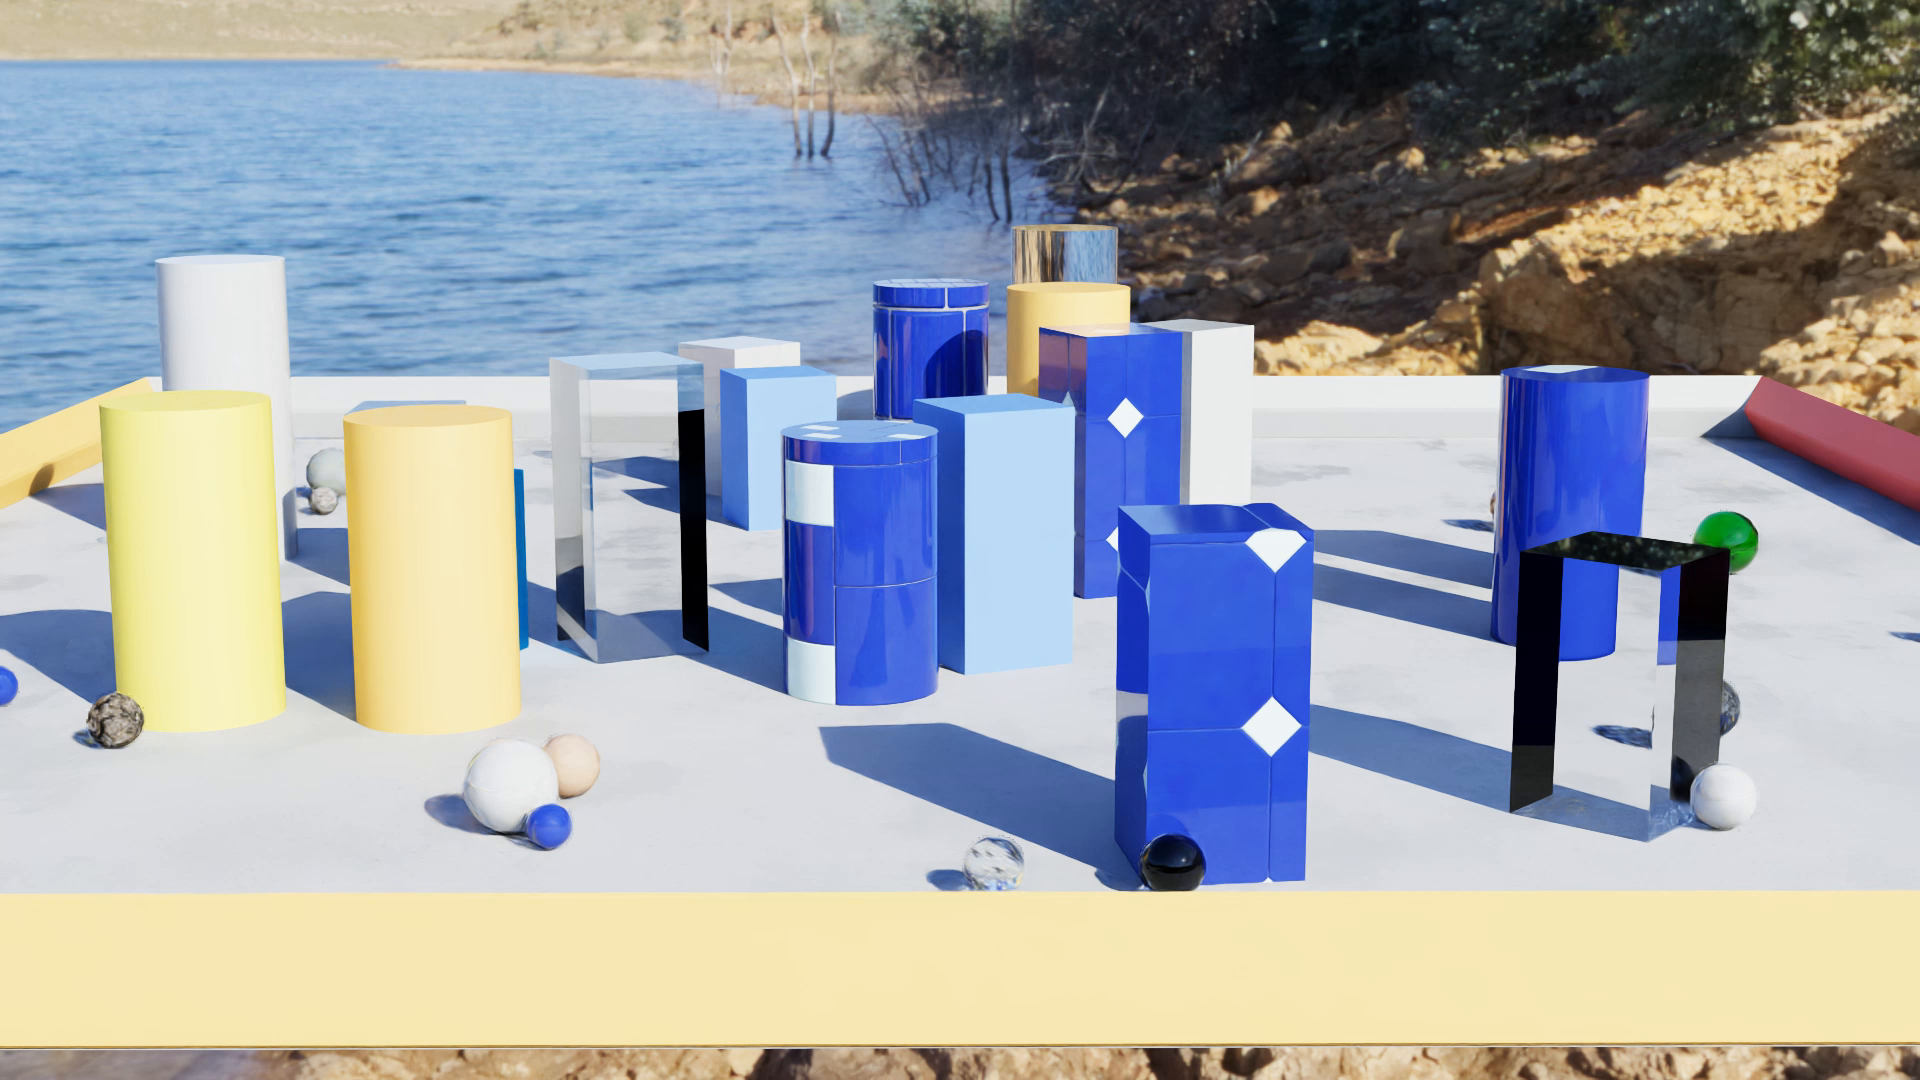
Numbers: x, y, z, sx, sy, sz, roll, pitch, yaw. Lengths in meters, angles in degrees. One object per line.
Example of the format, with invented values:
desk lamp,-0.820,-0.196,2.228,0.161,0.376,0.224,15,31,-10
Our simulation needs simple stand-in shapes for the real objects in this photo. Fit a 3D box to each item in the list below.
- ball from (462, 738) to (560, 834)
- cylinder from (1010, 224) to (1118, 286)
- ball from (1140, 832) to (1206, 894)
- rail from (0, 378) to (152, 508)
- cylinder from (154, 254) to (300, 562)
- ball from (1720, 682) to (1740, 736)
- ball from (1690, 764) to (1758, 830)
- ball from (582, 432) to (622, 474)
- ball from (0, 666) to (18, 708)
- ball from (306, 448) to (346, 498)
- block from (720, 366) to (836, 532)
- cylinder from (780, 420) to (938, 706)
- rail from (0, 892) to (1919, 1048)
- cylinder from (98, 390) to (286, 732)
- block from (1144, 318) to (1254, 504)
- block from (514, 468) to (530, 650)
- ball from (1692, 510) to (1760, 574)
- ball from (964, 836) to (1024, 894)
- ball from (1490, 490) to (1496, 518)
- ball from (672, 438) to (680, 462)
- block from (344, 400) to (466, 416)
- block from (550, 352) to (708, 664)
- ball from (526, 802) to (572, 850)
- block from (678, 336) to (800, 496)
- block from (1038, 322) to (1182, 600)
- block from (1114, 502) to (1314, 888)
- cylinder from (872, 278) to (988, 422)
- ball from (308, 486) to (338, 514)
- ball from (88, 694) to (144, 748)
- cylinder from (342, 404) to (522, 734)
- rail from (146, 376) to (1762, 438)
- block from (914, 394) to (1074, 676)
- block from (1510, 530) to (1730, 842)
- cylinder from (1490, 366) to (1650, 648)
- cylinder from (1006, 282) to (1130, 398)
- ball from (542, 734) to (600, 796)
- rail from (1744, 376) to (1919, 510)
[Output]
ball,-0.428,0.234,2.445,0.090,0.090,0.090,0,11,0
cylinder,0.178,-0.314,4.412,0.183,0.444,0.183,0,11,0
ball,0.188,0.286,2.256,0.058,0.058,0.058,0,11,0
rail,-1.547,0.032,3.441,0.045,0.119,3.144,0,11,0
cylinder,-1.078,-0.193,3.777,0.183,0.439,0.183,0,11,0
ball,0.812,0.182,2.784,0.068,0.068,0.068,0,11,0
ball,0.732,0.246,2.459,0.062,0.062,0.062,0,11,0
ball,-0.637,-0.155,4.573,0.072,0.072,0.072,0,11,0
ball,-1.096,0.167,2.918,0.049,0.049,0.049,0,11,0
ball,-1.054,-0.112,4.306,0.085,0.085,0.085,0,11,0
block,-0.289,-0.148,4.083,0.146,0.239,0.146,-4,11,-21
cylinder,-0.116,0.024,2.989,0.183,0.304,0.183,0,11,0
rail,0.009,0.316,1.928,3.142,0.119,0.045,0,11,0
cylinder,-0.857,0.020,2.871,0.183,0.355,0.183,0,11,0
block,0.373,-0.200,4.184,0.146,0.303,0.146,-10,14,-41
block,-0.637,0.031,3.163,0.146,0.226,0.146,4,11,22
ball,1.097,0.004,3.673,0.091,0.091,0.091,0,11,0
ball,0.030,0.288,2.257,0.054,0.054,0.054,0,11,0
ball,0.868,-0.053,3.997,0.084,0.084,0.084,0,11,0
ball,-0.500,-0.165,4.681,0.051,0.051,0.051,0,11,0
block,-0.780,-0.067,3.639,0.146,0.244,0.146,0,11,-3
block,-0.412,-0.044,3.193,0.146,0.361,0.146,-6,12,-27
ball,-0.384,0.267,2.397,0.043,0.043,0.043,0,11,0
block,-0.376,-0.212,4.387,0.146,0.252,0.146,10,15,43
block,0.206,-0.113,3.568,0.146,0.360,0.146,-5,12,-24
block,0.228,0.137,2.338,0.146,0.320,0.146,-1,11,-7
cylinder,-0.046,-0.216,4.062,0.183,0.380,0.183,0,11,0
ball,-1.031,-0.064,4.154,0.046,0.046,0.046,0,11,0
ball,-0.904,0.194,2.748,0.058,0.058,0.058,0,11,0
cylinder,-0.587,0.029,2.863,0.183,0.339,0.183,0,11,0
rail,-0.009,-0.255,4.972,3.142,0.119,0.045,0,11,0
block,0.040,-0.011,3.141,0.146,0.315,0.146,-5,12,-25
block,0.641,0.138,2.494,0.146,0.261,0.146,9,14,40
cylinder,0.770,-0.042,3.244,0.183,0.339,0.183,0,11,0
cylinder,0.160,-0.180,3.830,0.183,0.394,0.183,0,11,0
ball,-0.391,0.225,2.566,0.063,0.063,0.063,0,11,0
rail,1.547,0.029,3.459,0.045,0.119,3.144,0,11,0
